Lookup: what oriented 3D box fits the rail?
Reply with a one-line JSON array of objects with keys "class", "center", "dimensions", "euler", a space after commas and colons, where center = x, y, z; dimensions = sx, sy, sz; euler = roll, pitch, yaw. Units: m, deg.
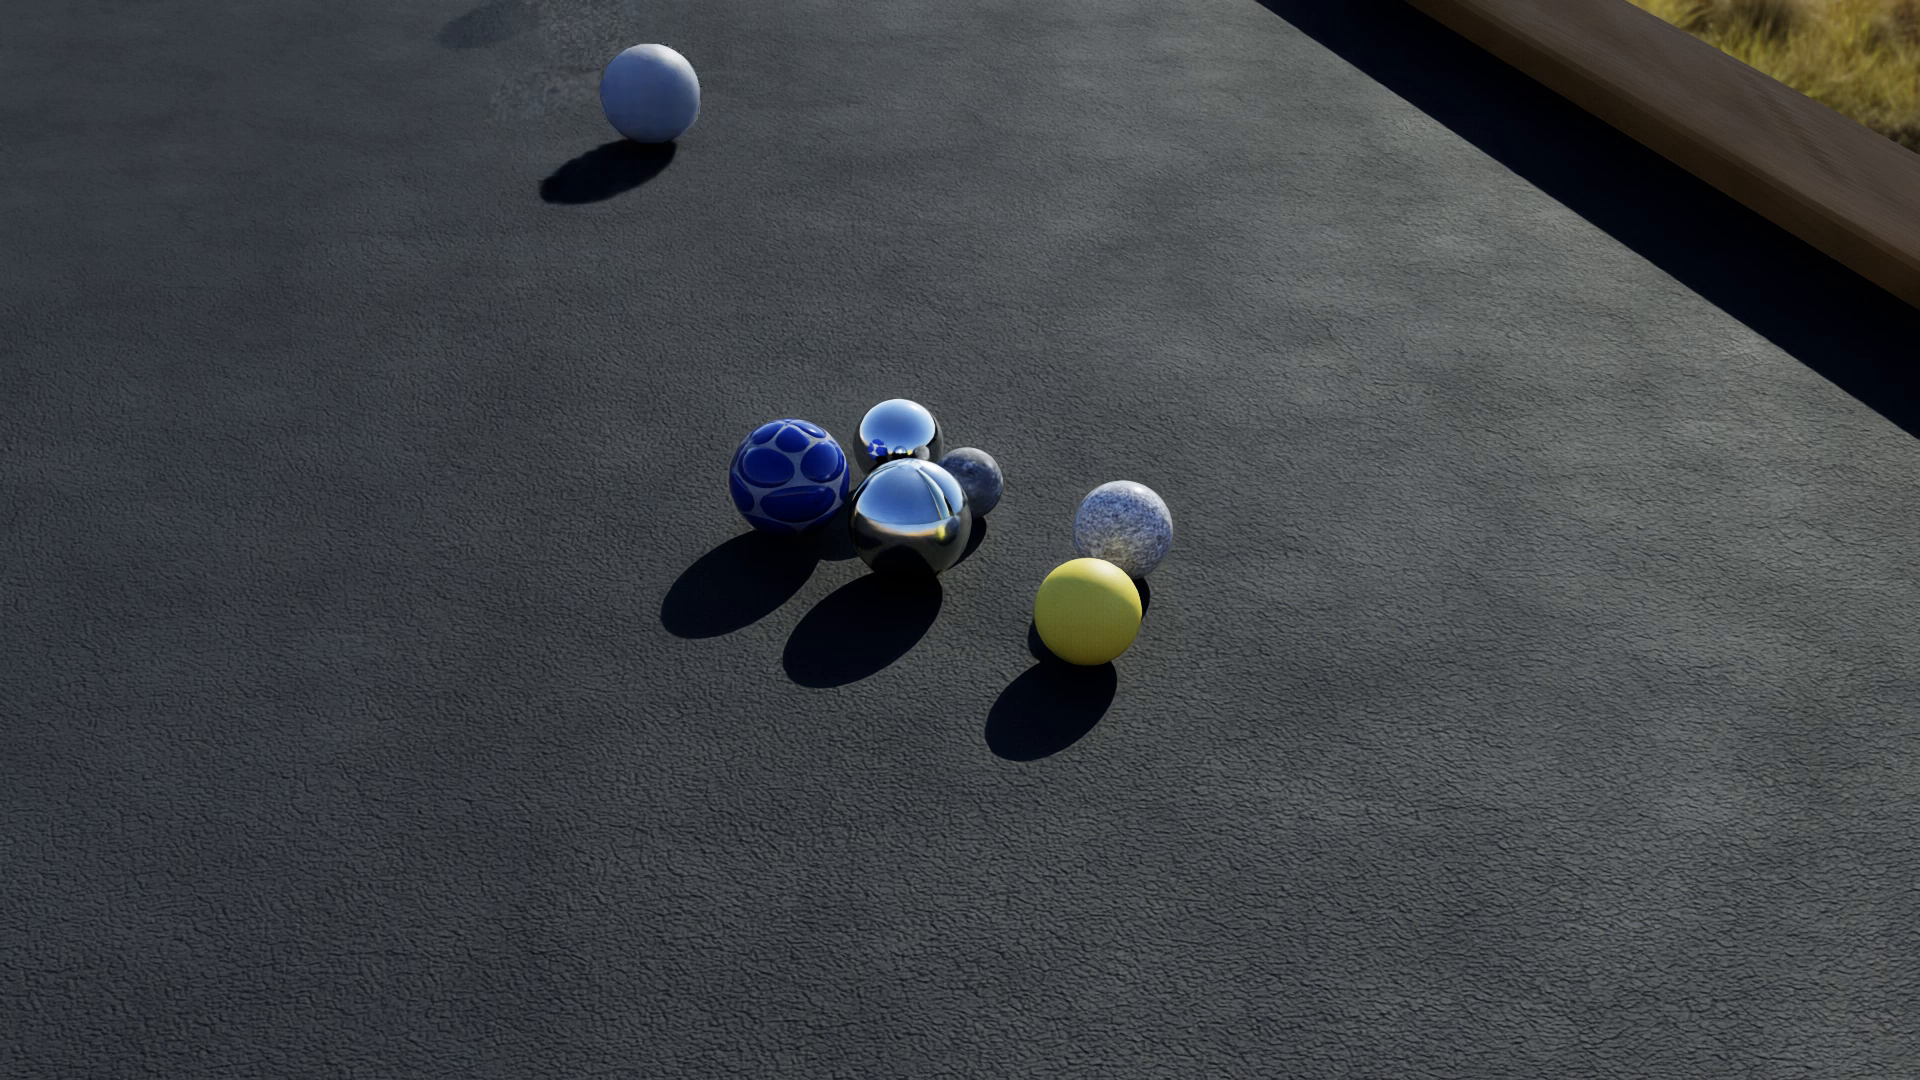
[{"class": "rail", "center": [0.541, -0.511, 2.875], "dimensions": [0.045, 0.119, 3.369], "euler": [-9, 28, -17]}]

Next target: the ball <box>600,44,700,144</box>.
[{"class": "ball", "center": [-0.285, -0.411, 2.710], "dimensions": [0.092, 0.092, 0.092], "euler": [0, 27, 0]}]

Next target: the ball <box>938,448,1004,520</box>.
[{"class": "ball", "center": [0.005, -0.039, 2.023], "dimensions": [0.050, 0.050, 0.050], "euler": [0, 27, 0]}]

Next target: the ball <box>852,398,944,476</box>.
[{"class": "ball", "center": [-0.043, -0.067, 2.064], "dimensions": [0.064, 0.064, 0.064], "euler": [0, 27, 0]}]

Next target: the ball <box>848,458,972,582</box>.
[{"class": "ball", "center": [-0.033, -0.013, 1.936], "dimensions": [0.082, 0.082, 0.082], "euler": [0, 27, 0]}]

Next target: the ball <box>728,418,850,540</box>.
[{"class": "ball", "center": [-0.116, -0.042, 1.993], "dimensions": [0.082, 0.082, 0.082], "euler": [0, 27, 0]}]

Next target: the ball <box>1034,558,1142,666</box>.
[{"class": "ball", "center": [0.080, 0.045, 1.838], "dimensions": [0.068, 0.068, 0.068], "euler": [0, 27, 0]}]

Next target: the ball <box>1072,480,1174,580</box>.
[{"class": "ball", "center": [0.107, -0.006, 1.939], "dimensions": [0.067, 0.067, 0.067], "euler": [0, 27, 0]}]
